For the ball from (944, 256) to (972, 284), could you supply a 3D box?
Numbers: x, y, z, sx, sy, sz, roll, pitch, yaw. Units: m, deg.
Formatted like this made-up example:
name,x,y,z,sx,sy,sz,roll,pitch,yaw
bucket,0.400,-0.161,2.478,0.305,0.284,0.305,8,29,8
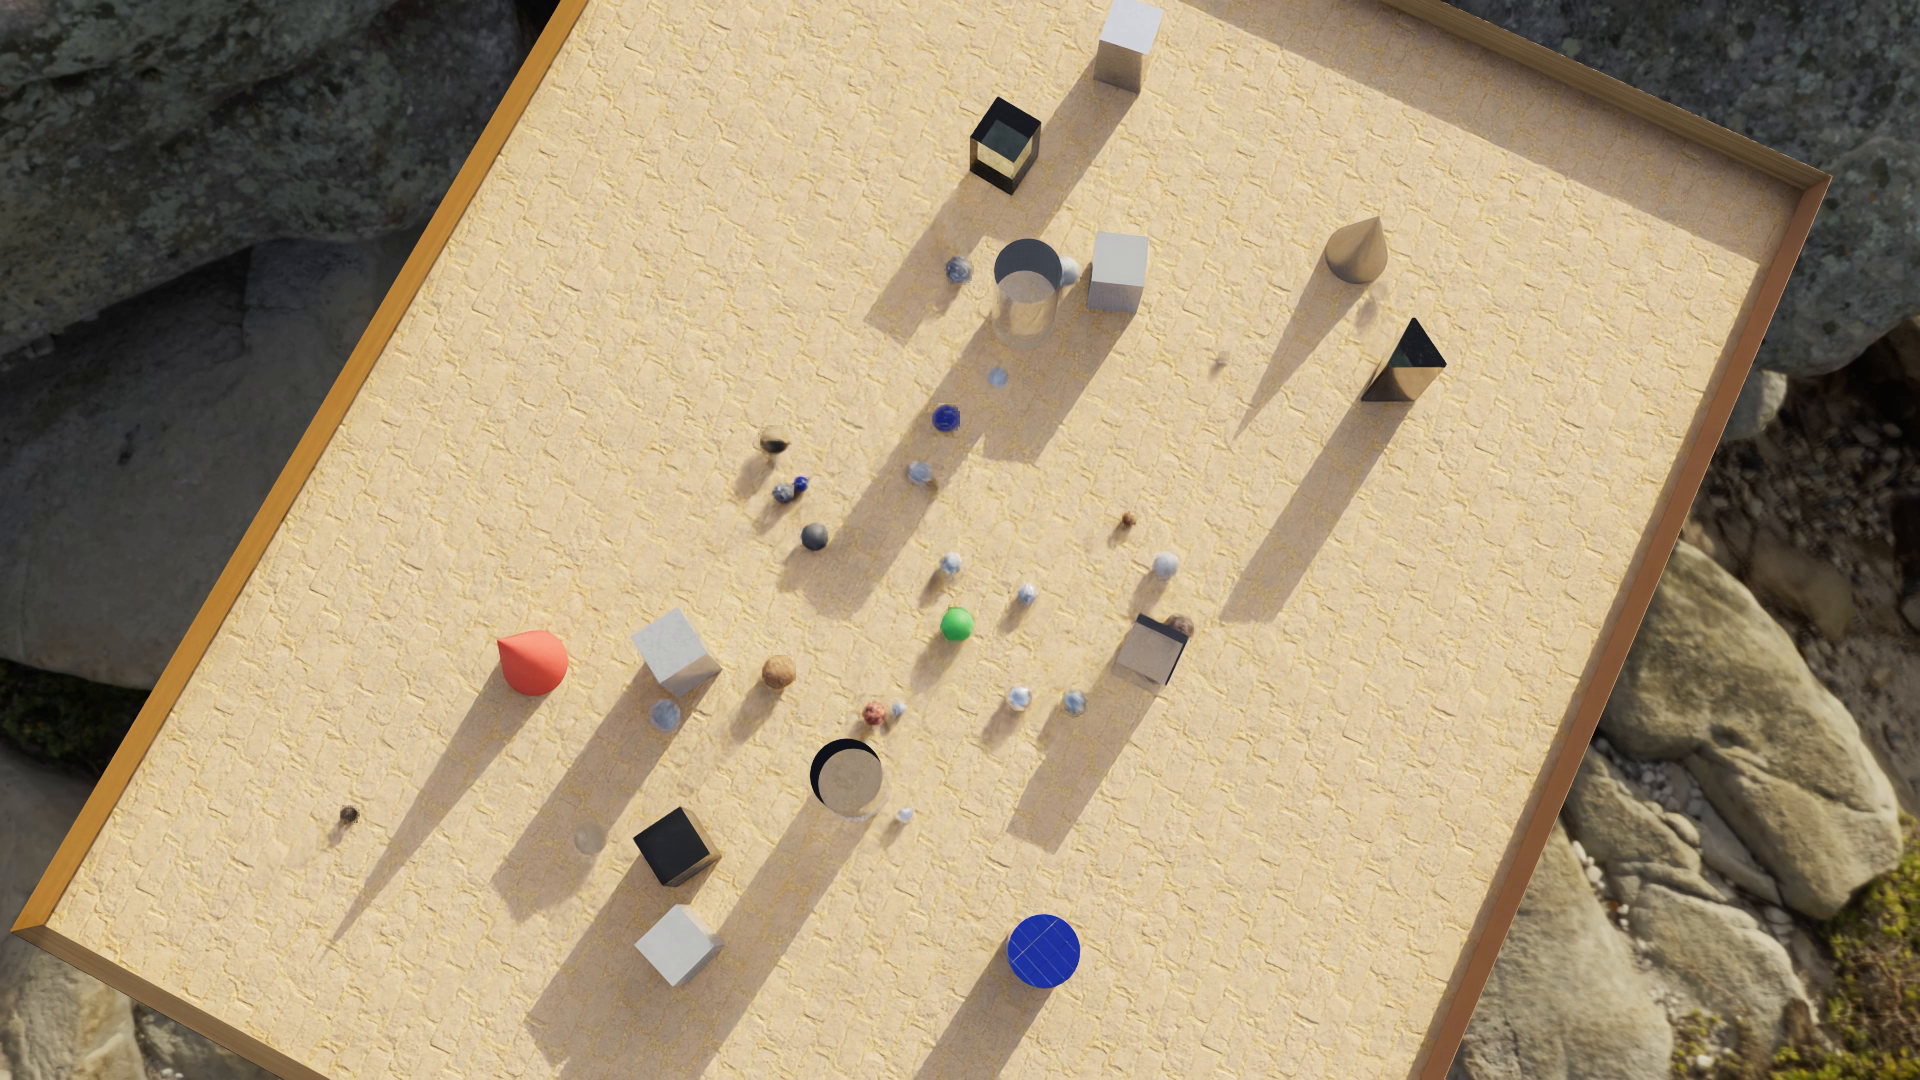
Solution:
name,x,y,z,sx,sy,sz,roll,pitch,yaw
ball,-0.006,-0.847,5.749,0.084,0.084,0.084,0,78,0

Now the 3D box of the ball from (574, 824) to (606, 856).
name,x,y,z,sx,sy,sz,roll,pitch,yaw
ball,-1.086,0.881,5.386,0.093,0.093,0.093,0,78,0

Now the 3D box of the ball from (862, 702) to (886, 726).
name,x,y,z,sx,sy,sz,roll,pitch,yaw
ball,-0.256,0.518,5.473,0.071,0.071,0.071,0,78,0

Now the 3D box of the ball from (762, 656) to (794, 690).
name,x,y,z,sx,sy,sz,roll,pitch,yaw
ball,-0.544,0.397,5.484,0.099,0.099,0.099,0,78,0

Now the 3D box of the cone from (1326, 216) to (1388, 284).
name,x,y,z,sx,sy,sz,roll,pitch,yaw
cone,1.256,-0.938,5.644,0.199,0.326,0.199,0,78,0

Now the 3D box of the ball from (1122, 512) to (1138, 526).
name,x,y,z,sx,sy,sz,roll,pitch,yaw
ball,0.519,-0.064,5.606,0.046,0.046,0.046,0,78,0

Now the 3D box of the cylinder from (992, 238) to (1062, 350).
name,x,y,z,sx,sy,sz,roll,pitch,yaw
cylinder,0.198,-0.737,5.543,0.199,0.442,0.199,0,78,0

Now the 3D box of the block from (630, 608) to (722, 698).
name,x,y,z,sx,sy,sz,roll,pitch,yaw
block,-0.826,0.333,5.370,0.160,0.348,0.160,-33,80,-6

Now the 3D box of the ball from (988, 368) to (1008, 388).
name,x,y,z,sx,sy,sz,roll,pitch,yaw
ball,0.117,-0.506,5.690,0.061,0.061,0.061,0,78,0

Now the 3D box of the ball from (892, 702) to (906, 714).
name,x,y,z,sx,sy,sz,roll,pitch,yaw
ball,-0.182,0.503,5.491,0.042,0.042,0.042,0,78,0

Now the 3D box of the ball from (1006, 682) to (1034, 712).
name,x,y,z,sx,sy,sz,roll,pitch,yaw
ball,0.178,0.469,5.476,0.085,0.085,0.085,0,78,0

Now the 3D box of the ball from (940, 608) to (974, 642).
name,x,y,z,sx,sy,sz,roll,pitch,yaw
ball,-0.008,0.256,5.513,0.100,0.100,0.100,0,78,0

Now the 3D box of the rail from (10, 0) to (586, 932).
name,x,y,z,sx,sy,sz,roll,pitch,yaw
rail,-1.697,-0.824,5.720,0.045,0.130,4.500,26,80,5

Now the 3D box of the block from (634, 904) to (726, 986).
name,x,y,z,sx,sy,sz,roll,pitch,yaw
block,-0.799,1.159,5.249,0.160,0.249,0.160,-44,82,-8

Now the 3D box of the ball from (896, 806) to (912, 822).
name,x,y,z,sx,sy,sz,roll,pitch,yaw
ball,-0.165,0.813,5.423,0.049,0.049,0.049,0,78,0

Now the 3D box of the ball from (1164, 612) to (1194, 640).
name,x,y,z,sx,sy,sz,roll,pitch,yaw
ball,0.658,0.266,5.514,0.093,0.093,0.093,0,78,0

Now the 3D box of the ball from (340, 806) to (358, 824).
name,x,y,z,sx,sy,sz,roll,pitch,yaw
ball,-1.809,0.812,5.423,0.050,0.050,0.050,0,78,0

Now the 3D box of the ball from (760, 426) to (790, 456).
name,x,y,z,sx,sy,sz,roll,pitch,yaw
ball,-0.570,-0.305,5.634,0.090,0.090,0.090,0,78,0

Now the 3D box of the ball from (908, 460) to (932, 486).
name,x,y,z,sx,sy,sz,roll,pitch,yaw
ball,-0.123,-0.207,5.621,0.076,0.076,0.076,0,78,0

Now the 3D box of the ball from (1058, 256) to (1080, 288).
name,x,y,z,sx,sy,sz,roll,pitch,yaw
ball,0.324,-0.839,5.740,0.100,0.100,0.100,0,78,0

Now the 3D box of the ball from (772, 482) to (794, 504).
name,x,y,z,sx,sy,sz,roll,pitch,yaw
ball,-0.541,-0.145,5.614,0.065,0.065,0.065,0,78,0

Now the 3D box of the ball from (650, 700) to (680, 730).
name,x,y,z,sx,sy,sz,roll,pitch,yaw
ball,-0.879,0.520,5.462,0.092,0.092,0.092,0,78,0

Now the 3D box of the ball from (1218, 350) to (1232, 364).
name,x,y,z,sx,sy,sz,roll,pitch,yaw
ball,0.825,-0.572,5.714,0.041,0.041,0.041,0,78,0

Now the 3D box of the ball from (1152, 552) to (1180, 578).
name,x,y,z,sx,sy,sz,roll,pitch,yaw
ball,0.625,0.077,5.559,0.082,0.082,0.082,0,78,0

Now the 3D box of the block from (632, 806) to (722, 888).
name,x,y,z,sx,sy,sz,roll,pitch,yaw
block,-0.814,0.889,5.296,0.160,0.268,0.160,-33,80,-7

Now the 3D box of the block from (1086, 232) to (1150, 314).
name,x,y,z,sx,sy,sz,roll,pitch,yaw
block,0.484,-0.823,5.658,0.160,0.253,0.160,6,78,1

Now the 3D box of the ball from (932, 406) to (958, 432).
name,x,y,z,sx,sy,sz,roll,pitch,yaw
ball,-0.046,-0.374,5.651,0.084,0.084,0.084,0,78,0

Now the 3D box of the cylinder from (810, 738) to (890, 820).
name,x,y,z,sx,sy,sz,roll,pitch,yaw
cylinder,-0.310,0.689,5.232,0.199,0.474,0.199,0,78,0

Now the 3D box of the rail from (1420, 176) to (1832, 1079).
name,x,y,z,sx,sy,sz,roll,pitch,yaw
rail,1.697,0.838,5.376,0.045,0.130,4.500,26,80,5

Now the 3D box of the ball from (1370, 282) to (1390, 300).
name,x,y,z,sx,sy,sz,roll,pitch,yaw
ball,1.318,-0.780,5.750,0.056,0.056,0.056,0,78,0

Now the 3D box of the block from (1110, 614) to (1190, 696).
name,x,y,z,sx,sy,sz,roll,pitch,yaw
block,0.559,0.340,5.421,0.160,0.246,0.160,25,79,5

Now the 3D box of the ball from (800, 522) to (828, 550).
name,x,y,z,sx,sy,sz,roll,pitch,yaw
ball,-0.442,-0.009,5.575,0.085,0.085,0.085,0,78,0

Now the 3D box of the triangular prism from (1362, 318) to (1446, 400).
name,x,y,z,sx,sy,sz,roll,pitch,yaw
triangular prism,1.335,-0.545,5.546,0.173,0.360,0.150,0,78,0

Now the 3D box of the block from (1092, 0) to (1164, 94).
name,x,y,z,sx,sy,sz,roll,pitch,yaw
block,0.532,-1.565,5.800,0.160,0.276,0.160,19,79,4

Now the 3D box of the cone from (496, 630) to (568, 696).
name,x,y,z,sx,sy,sz,roll,pitch,yaw
cone,-1.285,0.324,5.310,0.199,0.470,0.199,0,78,0

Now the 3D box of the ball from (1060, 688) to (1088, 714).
name,x,y,z,sx,sy,sz,roll,pitch,yaw
ball,0.341,0.480,5.477,0.079,0.079,0.079,0,78,0

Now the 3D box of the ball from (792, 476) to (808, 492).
name,x,y,z,sx,sy,sz,roll,pitch,yaw
ball,-0.489,-0.173,5.628,0.049,0.049,0.049,0,78,0

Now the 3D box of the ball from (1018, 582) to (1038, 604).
name,x,y,z,sx,sy,sz,roll,pitch,yaw
ball,0.205,0.162,5.551,0.064,0.064,0.064,0,78,0

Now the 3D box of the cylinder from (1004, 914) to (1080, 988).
name,x,y,z,sx,sy,sz,roll,pitch,yaw
cylinder,0.231,1.164,5.200,0.199,0.343,0.199,0,78,0

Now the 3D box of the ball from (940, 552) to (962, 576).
name,x,y,z,sx,sy,sz,roll,pitch,yaw
ball,-0.026,0.071,5.566,0.071,0.071,0.071,0,78,0

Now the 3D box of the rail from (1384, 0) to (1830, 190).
name,x,y,z,sx,sy,sz,roll,pitch,yaw
rail,0.996,-1.943,5.952,3.842,0.130,0.045,26,80,5

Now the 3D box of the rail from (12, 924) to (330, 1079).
name,x,y,z,sx,sy,sz,roll,pitch,yaw
rail,-0.996,1.957,5.144,3.842,0.130,0.045,26,80,5

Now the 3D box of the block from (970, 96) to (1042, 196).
name,x,y,z,sx,sy,sz,roll,pitch,yaw
block,0.140,-1.231,5.739,0.160,0.260,0.160,32,80,6
